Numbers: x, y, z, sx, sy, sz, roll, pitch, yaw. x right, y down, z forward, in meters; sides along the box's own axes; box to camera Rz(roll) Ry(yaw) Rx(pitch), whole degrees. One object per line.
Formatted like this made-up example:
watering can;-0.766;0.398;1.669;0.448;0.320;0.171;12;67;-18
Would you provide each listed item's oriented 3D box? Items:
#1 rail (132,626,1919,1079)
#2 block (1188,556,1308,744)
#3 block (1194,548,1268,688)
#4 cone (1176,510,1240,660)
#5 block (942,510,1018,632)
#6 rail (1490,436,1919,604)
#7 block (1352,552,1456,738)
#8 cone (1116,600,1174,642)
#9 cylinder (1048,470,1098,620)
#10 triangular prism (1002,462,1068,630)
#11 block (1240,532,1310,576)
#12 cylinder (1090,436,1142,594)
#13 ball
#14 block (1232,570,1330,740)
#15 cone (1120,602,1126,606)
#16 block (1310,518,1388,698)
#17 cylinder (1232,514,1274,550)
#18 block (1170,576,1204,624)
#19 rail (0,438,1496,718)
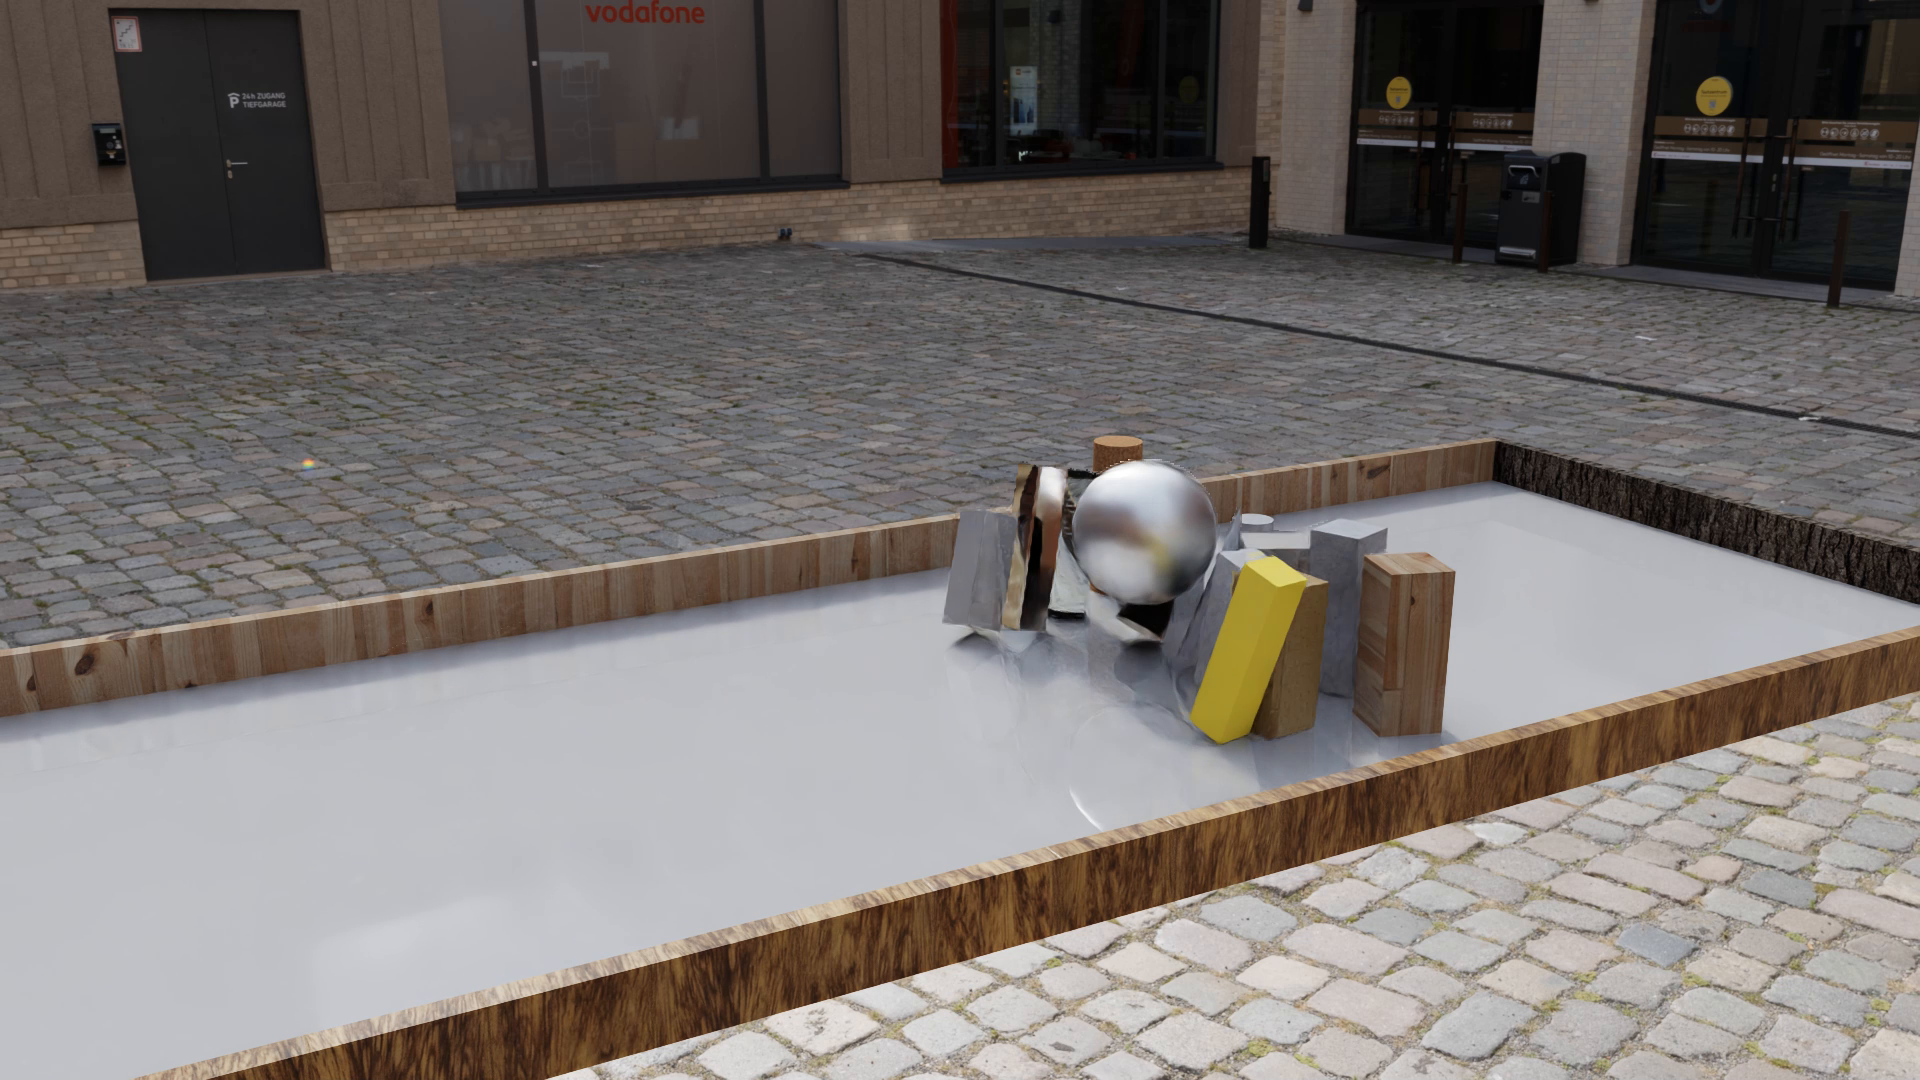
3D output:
rail;-2.336;1.006;1.665;12.000;0.150;0.050;-9;18;-27
block;0.646;0.250;3.718;0.102;0.430;0.102;-11;38;-38
block;0.671;0.208;3.990;0.112;0.353;0.112;-4;25;-25
cone;0.668;0.111;4.214;0.136;0.409;0.136;14;-2;0
block;0.056;0.084;4.449;0.113;0.312;0.113;16;-11;-35
rail;2.466;-0.048;5.253;0.050;0.150;2.100;-9;18;-27
block;1.030;0.242;3.836;0.154;0.393;0.154;-3;17;-9
cone;0.552;0.105;4.407;0.144;0.306;0.144;29;-8;4
cylinder;0.305;0.012;4.588;0.128;0.398;0.128;5;13;-1
triangular prism;0.178;0.016;4.482;0.116;0.444;0.134;11;6;36
block;0.782;0.172;4.132;0.153;0.352;0.153;0;14;4
cylinder;0.454;-0.071;4.804;0.140;0.446;0.140;0;17;0
ball;0.473;-0.018;4.239;0.374;0.374;0.374;0;16;0
block;0.731;0.259;3.832;0.153;0.355;0.153;-8;19;-34
cone;0.579;0.119;4.859;0.103;0.103;0.373;11;11;32
block;0.948;0.165;4.057;0.132;0.403;0.132;14;22;42
cylinder;0.764;0.114;4.344;0.105;0.352;0.105;0;16;0
block;0.599;0.054;4.603;0.118;0.321;0.118;-14;21;-39
rail;-3.305;0.497;3.399;12.000;0.150;0.050;-9;18;-27
